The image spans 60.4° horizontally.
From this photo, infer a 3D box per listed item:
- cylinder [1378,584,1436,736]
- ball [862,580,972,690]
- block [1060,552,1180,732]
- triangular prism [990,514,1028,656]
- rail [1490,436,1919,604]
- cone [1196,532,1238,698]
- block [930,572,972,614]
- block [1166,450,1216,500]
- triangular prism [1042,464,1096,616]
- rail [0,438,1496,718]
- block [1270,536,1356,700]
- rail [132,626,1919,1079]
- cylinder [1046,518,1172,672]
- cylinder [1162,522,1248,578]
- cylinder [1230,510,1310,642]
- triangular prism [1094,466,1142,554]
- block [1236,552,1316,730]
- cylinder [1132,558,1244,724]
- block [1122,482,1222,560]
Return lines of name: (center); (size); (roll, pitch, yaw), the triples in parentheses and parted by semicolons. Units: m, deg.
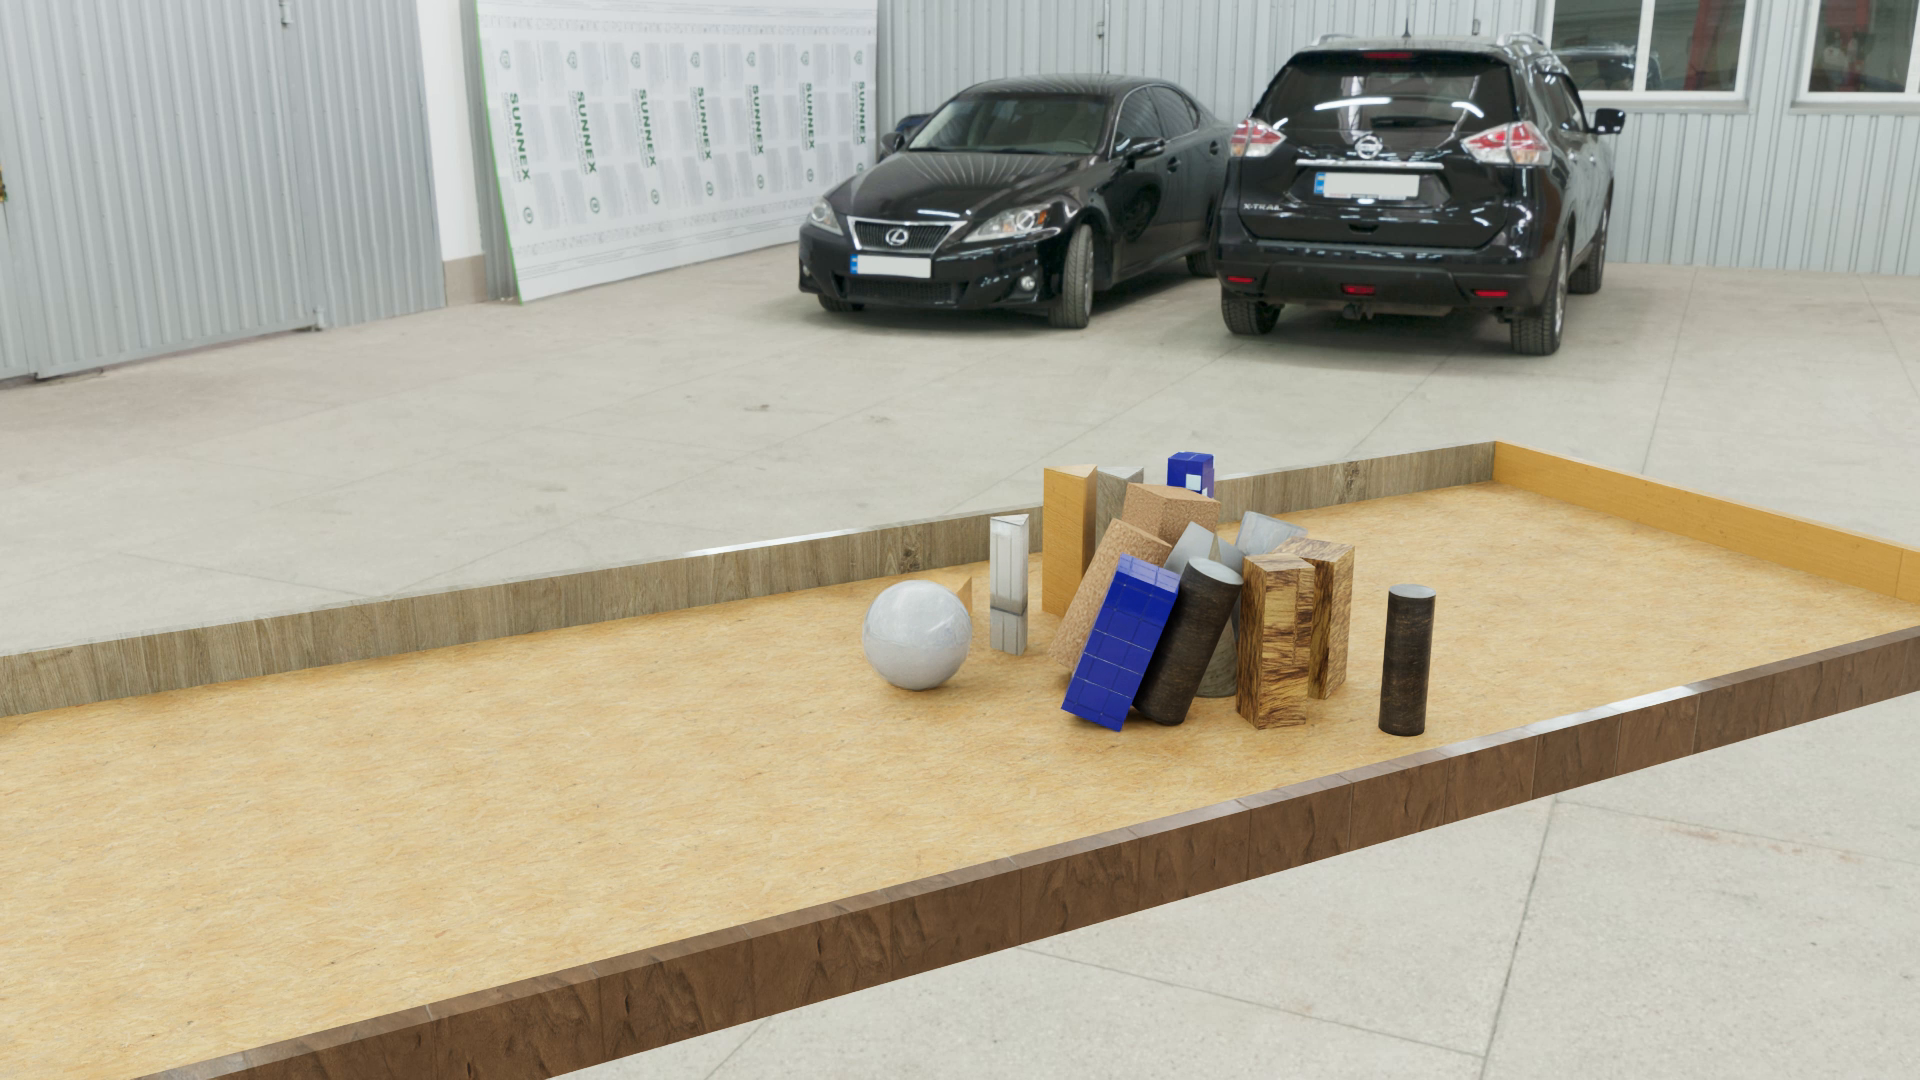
cylinder: (1.033, 0.278, 3.812); (0.105, 0.337, 0.105); (0, 16, 0)
ball: (-0.105, 0.233, 4.079); (0.272, 0.272, 0.272); (0, 16, 0)
block: (0.375, 0.238, 3.849); (0.147, 0.365, 0.147); (21, 19, 3)
triangular prism: (0.148, 0.113, 4.338); (0.106, 0.357, 0.091); (14, 21, 39)
rail: (2.466, -0.048, 5.253); (0.050, 0.150, 2.100); (-9, 18, -27)
cone: (0.621, 0.168, 4.057); (0.167, 0.410, 0.167); (0, 16, 0)
block: (-0.074, 0.205, 4.469); (0.107, 0.107, 0.424); (4, 17, 15)
block: (0.632, -0.008, 4.566); (0.100, 0.459, 0.100); (8, 18, 26)
triangular prism: (0.332, 0.001, 4.613); (0.132, 0.416, 0.152); (-16, 22, -42)
rail: (-3.305, 0.497, 3.399); (12.000, 0.150, 0.050); (-9, 18, -27)
block: (0.862, 0.191, 4.081); (0.162, 0.352, 0.162); (9, 19, 29)
rail: (-2.336, 1.006, 1.665); (12.000, 0.150, 0.050); (-9, 18, -27)
cylinder: (0.373, 0.150, 4.117); (0.165, 0.377, 0.165); (25, 7, -3)
cylinder: (0.572, 0.143, 4.190); (0.179, 0.340, 0.179); (32, 3, -2)
cylinder: (0.784, 0.105, 4.347); (0.173, 0.328, 0.173); (17, 7, -2)
triangular prism: (0.485, -0.039, 4.877); (0.133, 0.345, 0.153); (-11, 20, -33)
block: (0.737, 0.236, 3.865); (0.122, 0.388, 0.122); (-5, 17, -16)
cylinder: (0.528, 0.236, 3.849); (0.137, 0.372, 0.137); (18, 18, -6)
block: (0.534, 0.063, 4.401); (0.179, 0.391, 0.179); (4, 13, -28)
